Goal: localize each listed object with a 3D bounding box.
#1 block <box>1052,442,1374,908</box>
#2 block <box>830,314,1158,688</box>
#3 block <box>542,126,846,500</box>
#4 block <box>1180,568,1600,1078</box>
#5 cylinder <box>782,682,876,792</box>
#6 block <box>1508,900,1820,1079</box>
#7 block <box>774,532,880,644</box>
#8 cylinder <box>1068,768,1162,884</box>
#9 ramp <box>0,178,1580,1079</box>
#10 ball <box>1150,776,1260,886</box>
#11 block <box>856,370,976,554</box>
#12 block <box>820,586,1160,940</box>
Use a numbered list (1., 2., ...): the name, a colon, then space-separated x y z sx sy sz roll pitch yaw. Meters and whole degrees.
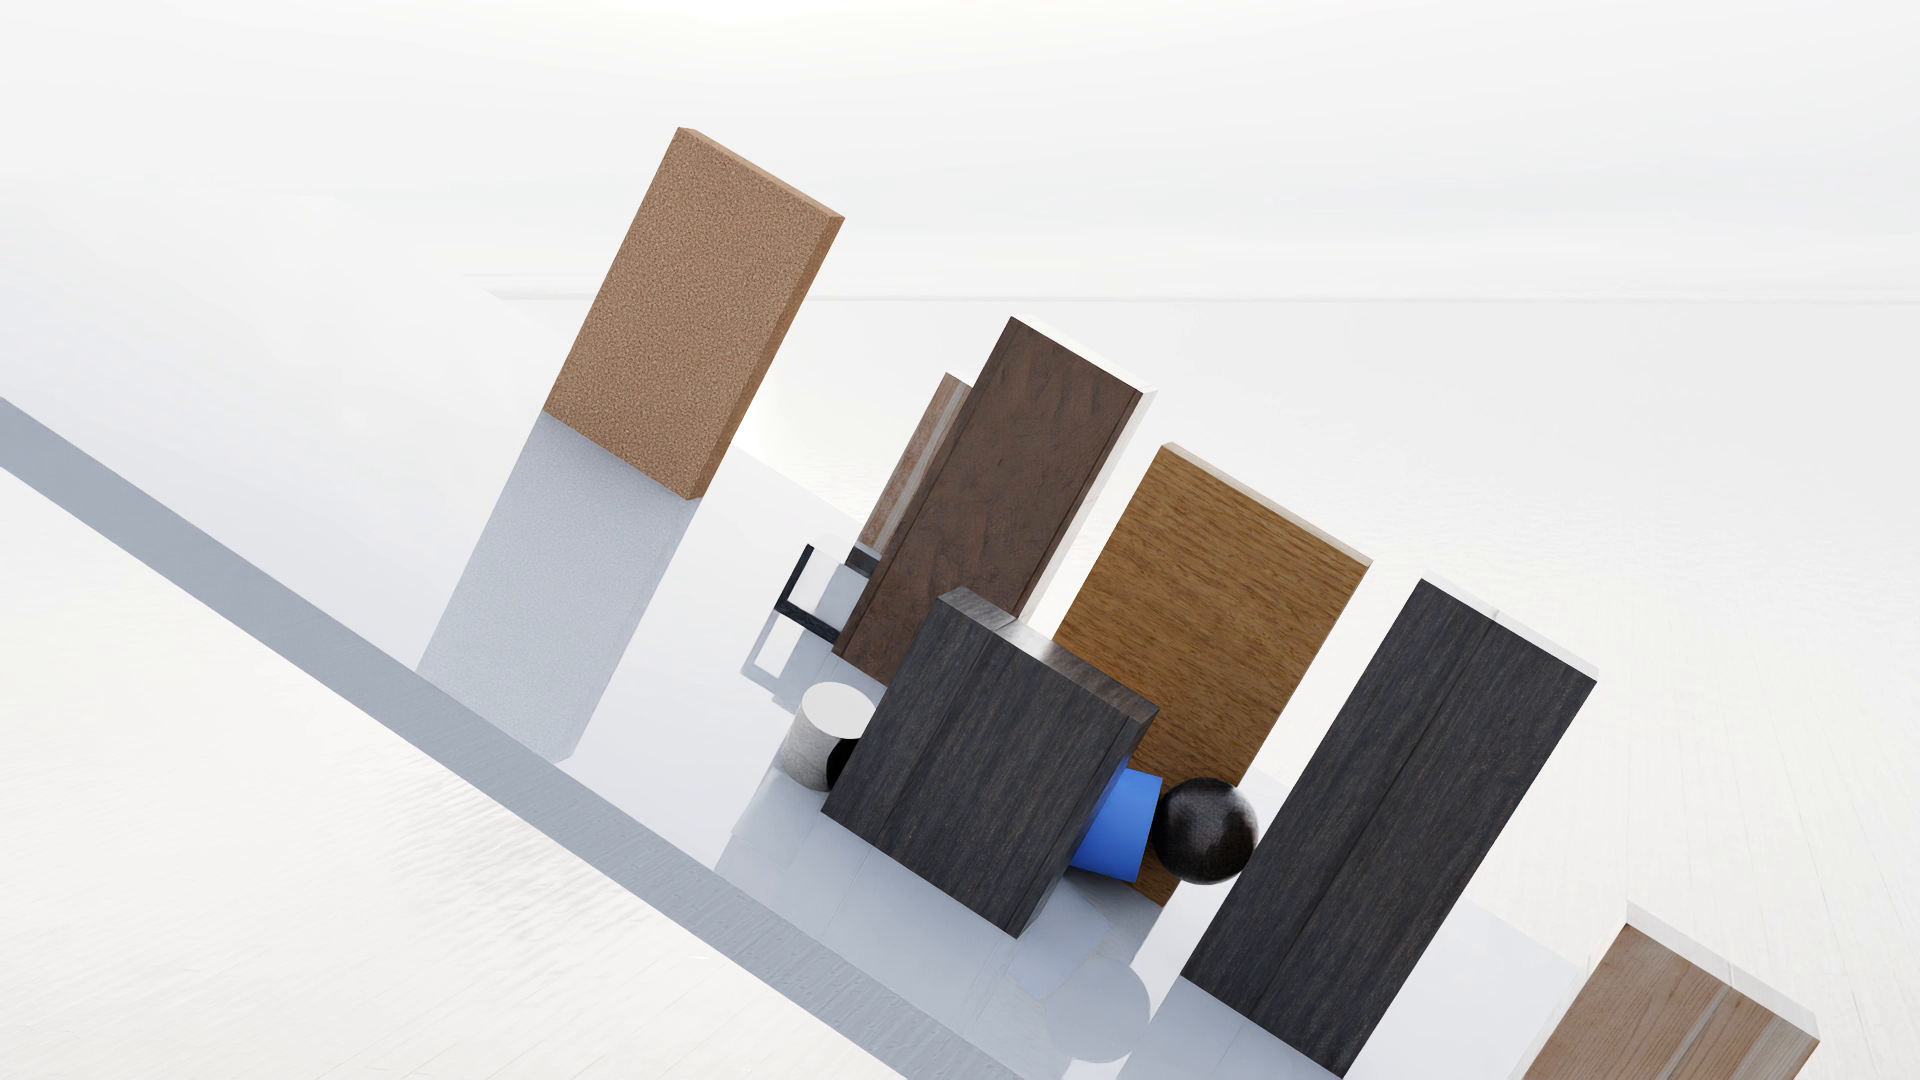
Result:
1. block: 0.366 0.238 3.882 0.408 0.710 0.092 32 15 11
2. block: 0.062 -0.034 4.184 0.288 0.740 0.133 32 15 11
3. block: -0.568 -0.476 4.650 0.385 0.678 0.089 32 15 11
4. block: 0.691 0.463 3.578 0.312 0.778 0.118 32 15 11
5. cylinder: -0.214 0.322 3.597 0.127 0.127 0.127 15 37 -11
6. block: 0.858 0.825 2.968 0.278 0.616 0.113 32 15 11
7. block: -0.249 0.096 4.344 0.151 0.151 0.151 30 14 7
8. cylinder: 0.235 0.476 3.790 0.187 0.187 0.187 15 9 6
9. ramp: -0.200 0.331 4.136 4.000 0.100 2.000 32 15 11
10. ball: 0.418 0.497 3.751 0.185 0.185 0.185 0 7 0
11. block: -0.010 -0.126 4.974 0.264 0.441 0.086 32 15 11
12. block: 0.047 0.350 3.504 0.375 0.407 0.137 32 15 11
